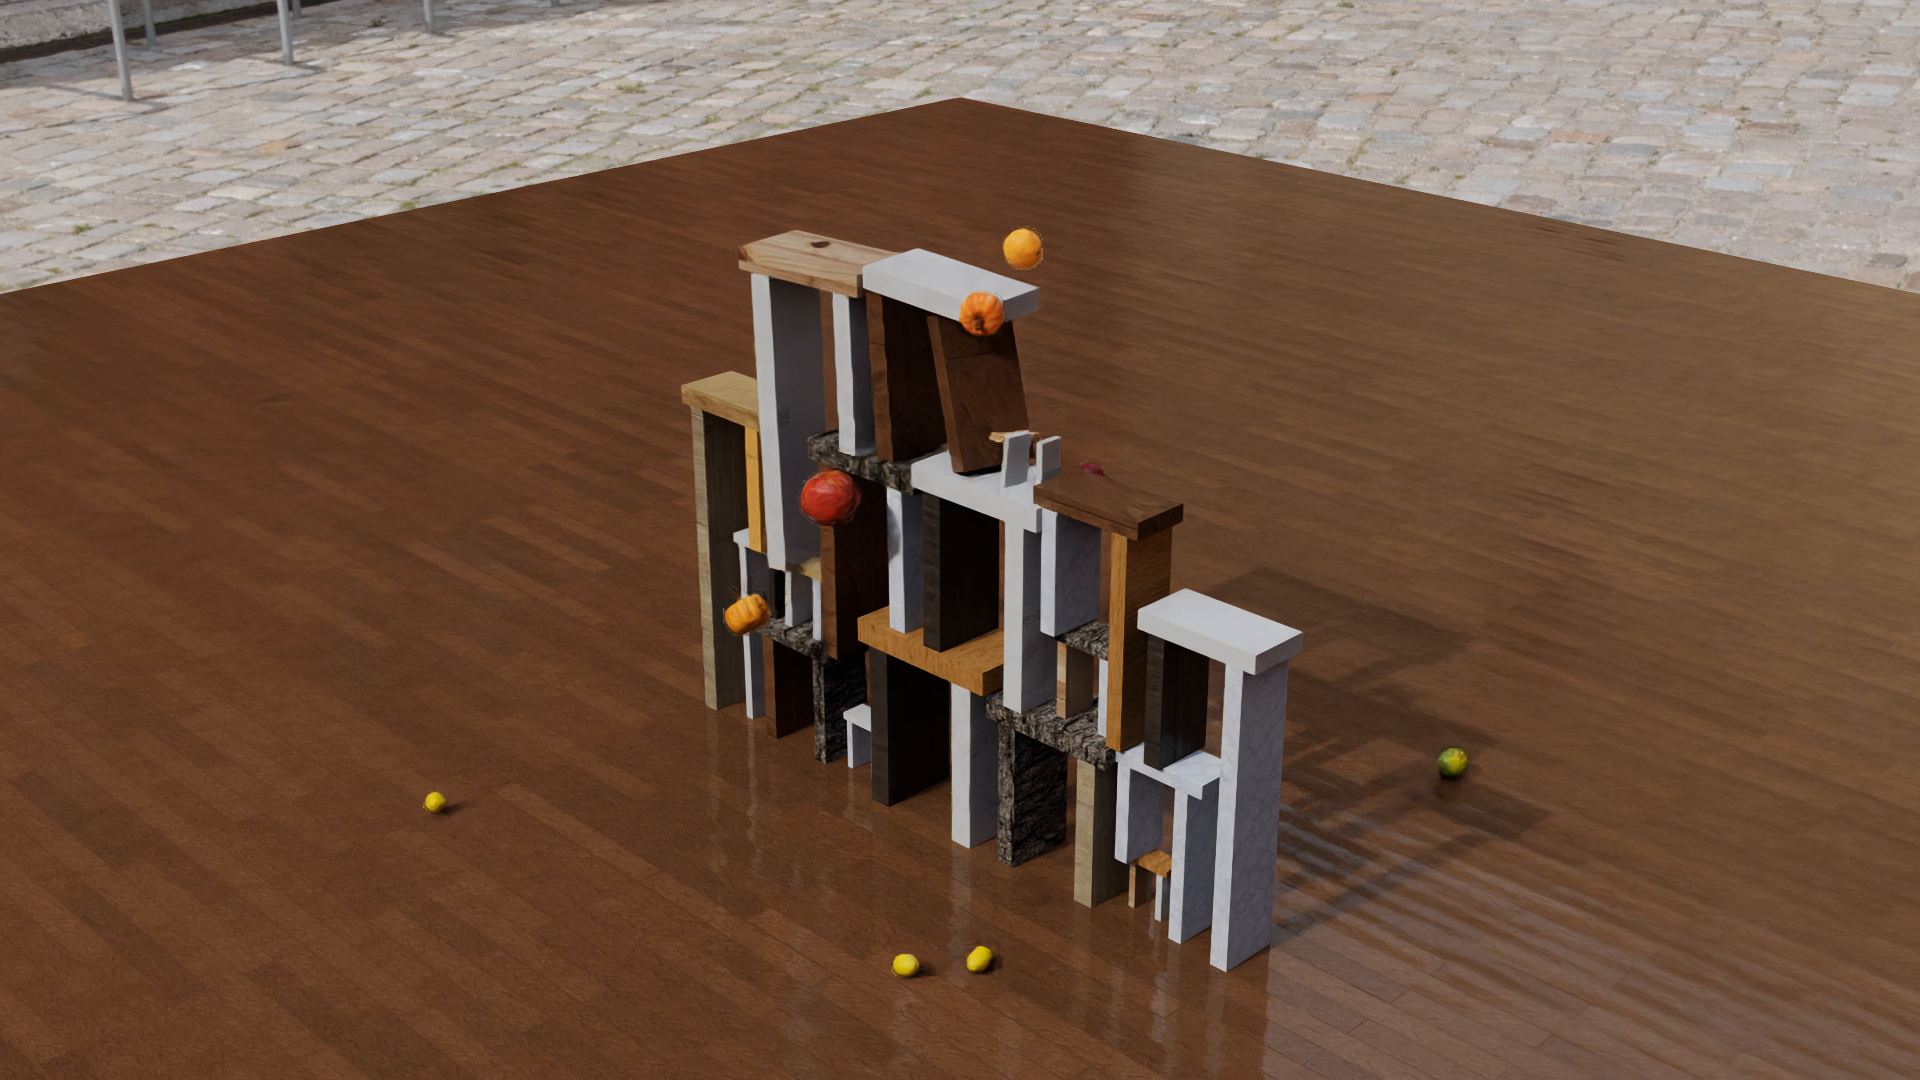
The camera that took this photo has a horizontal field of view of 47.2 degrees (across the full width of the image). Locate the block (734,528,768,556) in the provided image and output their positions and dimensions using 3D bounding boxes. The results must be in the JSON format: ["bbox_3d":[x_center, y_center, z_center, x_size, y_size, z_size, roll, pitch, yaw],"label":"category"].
[{"bbox_3d":[-0.407,0.004,4.667,0.141,0.020,0.071,21,31,40],"label":"block"}]

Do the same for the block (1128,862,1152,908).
[{"bbox_3d":[0.339,0.638,4.132,0.014,0.097,0.049,21,31,41],"label":"block"}]

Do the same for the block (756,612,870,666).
[{"bbox_3d":[-0.310,0.196,4.645,0.119,0.034,0.238,-21,31,-40],"label":"block"}]

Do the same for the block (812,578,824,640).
[{"bbox_3d":[-0.278,0.131,4.572,0.020,0.141,0.071,15,27,28],"label":"block"}]

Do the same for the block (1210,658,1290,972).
[{"bbox_3d":[0.509,0.474,3.874,0.037,0.601,0.130,21,31,41],"label":"block"}]

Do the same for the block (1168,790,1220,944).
[{"bbox_3d":[0.429,0.576,4.001,0.029,0.313,0.101,21,31,40],"label":"block"}]

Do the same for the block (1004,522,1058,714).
[{"bbox_3d":[0.155,0.123,4.105,0.046,0.376,0.162,21,31,41],"label":"block"}]

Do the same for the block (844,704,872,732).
[{"bbox_3d":[-0.186,0.374,4.581,0.109,0.015,0.054,21,31,41],"label":"block"}]

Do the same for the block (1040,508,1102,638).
[{"bbox_3d":[0.203,0.043,4.011,0.123,0.246,0.035,-22,31,-40],"label":"block"}]

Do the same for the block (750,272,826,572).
[{"bbox_3d":[-0.338,-0.253,4.447,0.045,0.622,0.159,13,27,31],"label":"block"}]

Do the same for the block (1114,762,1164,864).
[{"bbox_3d":[0.333,0.488,4.067,0.101,0.202,0.029,-21,31,-41],"label":"block"}]

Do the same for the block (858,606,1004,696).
[{"bbox_3d":[-0.019,0.202,4.330,0.348,0.049,0.174,21,31,41],"label":"block"}]

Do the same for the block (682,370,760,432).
[{"bbox_3d":[-0.442,-0.289,4.586,0.136,0.039,0.272,-21,31,-40],"label":"block"}]

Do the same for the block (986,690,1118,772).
[{"bbox_3d":[0.211,0.338,4.135,0.151,0.043,0.302,-21,31,-41],"label":"block"}]

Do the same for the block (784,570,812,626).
[{"bbox_3d":[-0.338,0.106,4.632,0.020,0.141,0.071,19,30,34],"label":"block"}]

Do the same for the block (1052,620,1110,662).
[{"bbox_3d":[0.251,0.182,4.025,0.154,0.022,0.077,21,31,41],"label":"block"}]

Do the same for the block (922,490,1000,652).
[{"bbox_3d":[0.003,0.040,4.235,0.046,0.323,0.162,21,31,41],"label":"block"}]

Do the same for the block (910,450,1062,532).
[{"bbox_3d":[0.079,-0.100,4.093,0.323,0.046,0.162,21,31,41],"label":"block"}]

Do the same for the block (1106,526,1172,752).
[{"bbox_3d":[0.320,0.168,3.941,0.123,0.421,0.035,-21,31,-41],"label":"block"}]

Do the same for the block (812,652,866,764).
[{"bbox_3d":[-0.253,0.343,4.647,0.034,0.239,0.119,21,31,41],"label":"block"}]

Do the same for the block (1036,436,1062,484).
[{"bbox_3d":[0.160,-0.135,3.988,0.014,0.100,0.050,21,31,41],"label":"block"}]

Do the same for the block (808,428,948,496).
[{"bbox_3d":[-0.144,-0.164,4.313,0.297,0.042,0.148,20,30,40],"label":"block"}]

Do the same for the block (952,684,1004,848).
[{"bbox_3d":[0.063,0.417,4.332,0.049,0.348,0.174,21,31,41],"label":"block"}]

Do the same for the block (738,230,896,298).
[{"bbox_3d":[-0.261,-0.537,4.261,0.319,0.045,0.159,18,30,37],"label":"block"}]

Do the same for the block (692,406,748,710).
[{"bbox_3d":[-0.504,0.029,4.789,0.039,0.705,0.136,21,31,40],"label":"block"}]

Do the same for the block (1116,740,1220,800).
[{"bbox_3d":[0.390,0.404,3.969,0.203,0.029,0.101,21,31,41],"label":"block"}]

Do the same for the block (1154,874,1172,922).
[{"bbox_3d":[0.385,0.656,4.090,0.014,0.097,0.049,21,31,41],"label":"block"}]

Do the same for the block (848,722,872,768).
[{"bbox_3d":[-0.211,0.421,4.629,0.015,0.109,0.054,21,31,41],"label":"block"}]

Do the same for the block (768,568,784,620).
[{"bbox_3d":[-0.371,0.092,4.667,0.071,0.141,0.020,-21,31,-40],"label":"block"}]

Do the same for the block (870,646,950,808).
[{"bbox_3d":[-0.101,0.353,4.483,0.049,0.348,0.174,21,31,41],"label":"block"}]

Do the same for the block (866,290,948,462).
[{"bbox_3d":[-0.101,-0.330,4.221,0.043,0.334,0.152,14,26,41],"label":"block"}]

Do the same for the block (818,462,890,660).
[{"bbox_3d":[-0.213,0.024,4.467,0.148,0.422,0.042,-21,30,-40],"label":"block"}]

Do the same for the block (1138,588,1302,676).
[{"bbox_3d":[0.448,0.156,3.806,0.259,0.037,0.130,21,31,41],"label":"block"}]

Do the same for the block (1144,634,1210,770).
[{"bbox_3d":[0.387,0.269,3.920,0.130,0.259,0.037,-21,31,-41],"label":"block"}]

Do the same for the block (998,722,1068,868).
[{"bbox_3d":[0.142,0.470,4.266,0.043,0.302,0.151,21,31,41],"label":"block"}]

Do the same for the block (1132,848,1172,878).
[{"bbox_3d":[0.362,0.596,4.089,0.097,0.014,0.049,21,31,41],"label":"block"}]

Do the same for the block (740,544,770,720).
[{"bbox_3d":[-0.438,0.191,4.782,0.071,0.414,0.020,-21,31,-41],"label":"block"}]

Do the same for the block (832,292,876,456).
[{"bbox_3d":[-0.166,-0.336,4.256,0.045,0.319,0.159,18,29,41],"label":"block"}]

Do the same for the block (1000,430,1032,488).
[{"bbox_3d":[0.102,-0.148,4.018,0.050,0.100,0.014,-14,34,-32],"label":"block"}]

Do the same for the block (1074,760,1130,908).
[{"bbox_3d":[0.284,0.526,4.134,0.151,0.302,0.043,-21,31,-41],"label":"block"}]

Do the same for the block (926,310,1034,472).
[{"bbox_3d":[0.038,-0.289,4.095,0.152,0.304,0.043,-12,5,-26],"label":"block"}]

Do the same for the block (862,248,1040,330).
[{"bbox_3d":[-0.018,-0.467,4.069,0.304,0.043,0.152,23,33,36],"label":"block"}]

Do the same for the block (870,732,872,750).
[{"bbox_3d":[-0.160,0.441,4.581,0.015,0.109,0.054,21,31,41],"label":"block"}]

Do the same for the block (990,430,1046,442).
[{"bbox_3d":[0.108,-0.190,4.059,0.050,0.014,0.100,14,13,42],"label":"block"}]

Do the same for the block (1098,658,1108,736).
[{"bbox_3d":[0.288,0.277,4.026,0.077,0.154,0.022,-22,31,-40],"label":"block"}]

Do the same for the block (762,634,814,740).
[{"bbox_3d":[-0.366,0.299,4.750,0.034,0.239,0.119,21,31,41],"label":"block"}]

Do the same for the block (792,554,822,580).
[{"bbox_3d":[-0.308,0.049,4.558,0.141,0.020,0.071,17,29,35],"label":"block"}]

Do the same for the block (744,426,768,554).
[{"bbox_3d":[-0.380,-0.121,4.588,0.039,0.272,0.136,21,31,40],"label":"block"}]

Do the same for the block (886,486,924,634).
[{"bbox_3d":[-0.072,0.020,4.315,0.042,0.297,0.149,20,30,41],"label":"block"}]

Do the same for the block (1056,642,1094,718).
[{"bbox_3d":[0.215,0.249,4.093,0.077,0.154,0.022,-22,31,-40],"label":"block"}]

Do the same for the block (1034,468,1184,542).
[{"bbox_3d":[0.262,-0.065,3.905,0.246,0.035,0.123,21,31,40],"label":"block"}]
